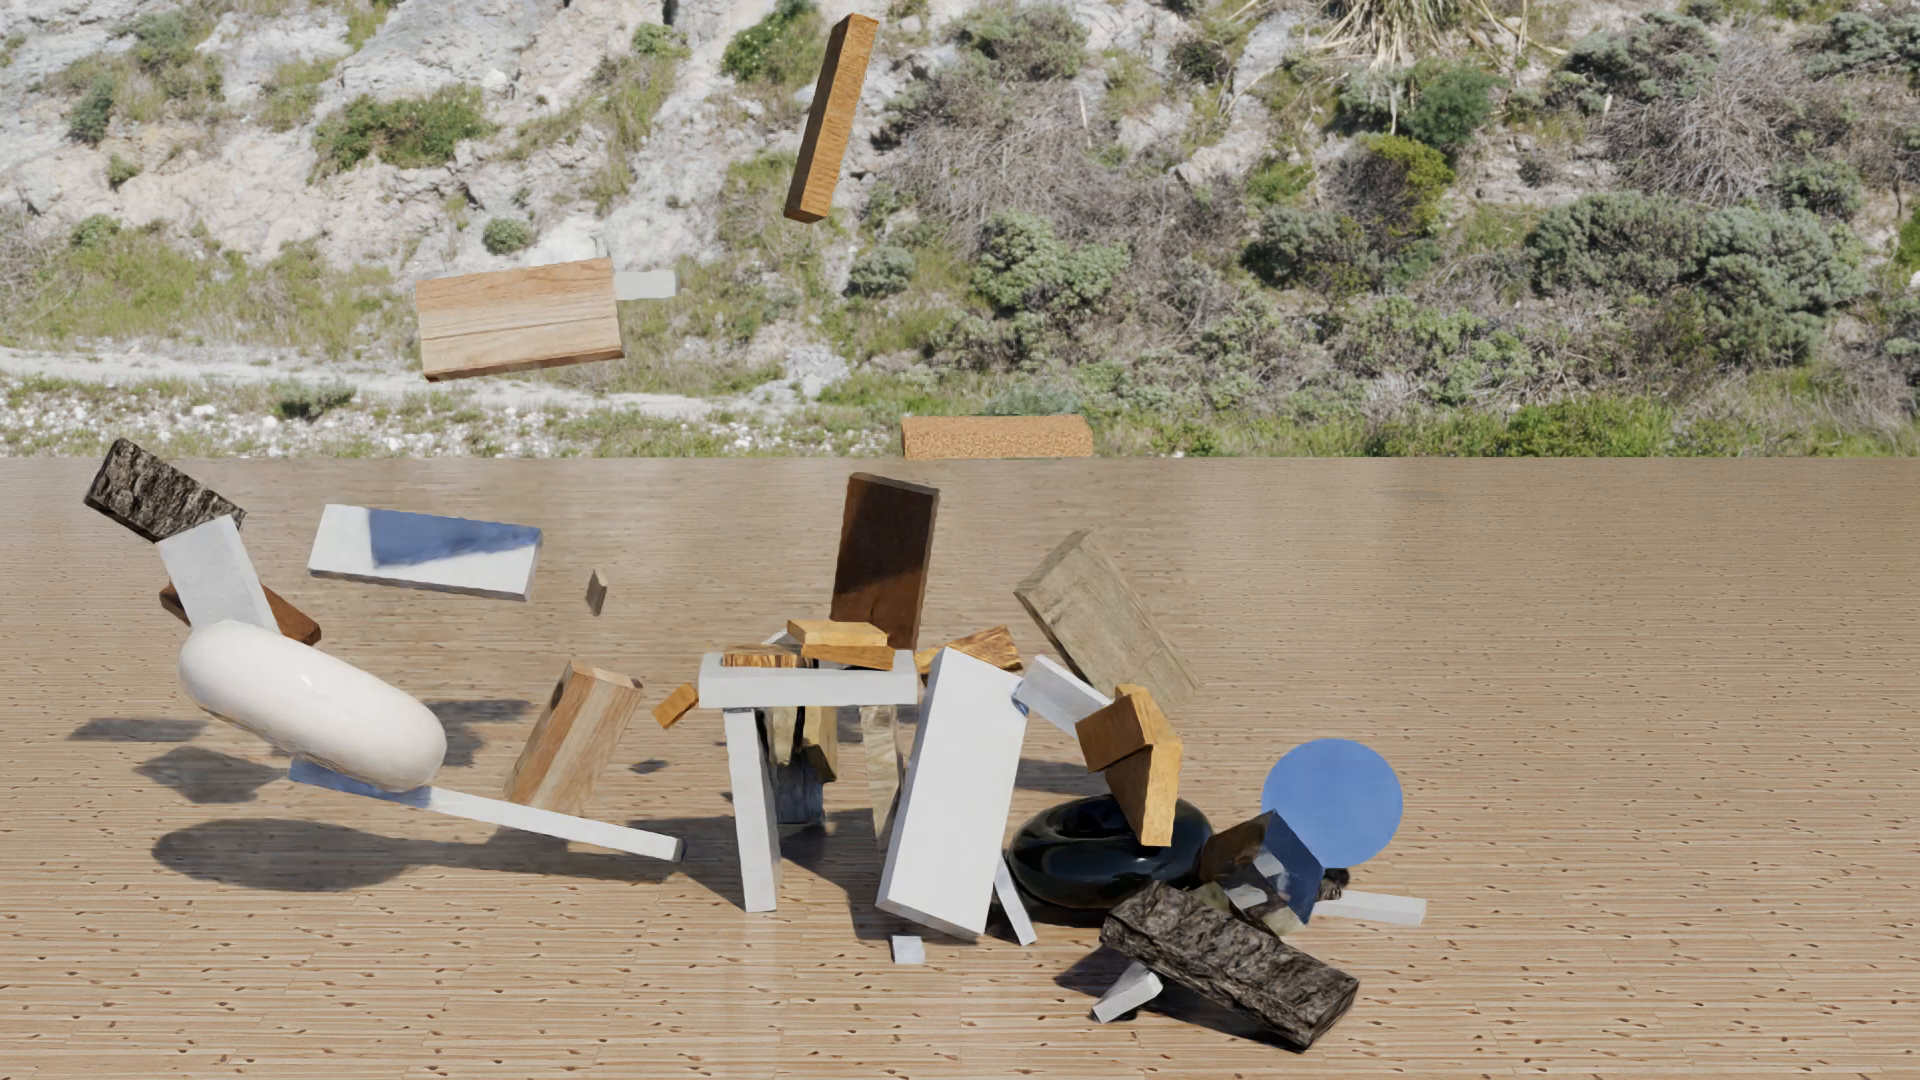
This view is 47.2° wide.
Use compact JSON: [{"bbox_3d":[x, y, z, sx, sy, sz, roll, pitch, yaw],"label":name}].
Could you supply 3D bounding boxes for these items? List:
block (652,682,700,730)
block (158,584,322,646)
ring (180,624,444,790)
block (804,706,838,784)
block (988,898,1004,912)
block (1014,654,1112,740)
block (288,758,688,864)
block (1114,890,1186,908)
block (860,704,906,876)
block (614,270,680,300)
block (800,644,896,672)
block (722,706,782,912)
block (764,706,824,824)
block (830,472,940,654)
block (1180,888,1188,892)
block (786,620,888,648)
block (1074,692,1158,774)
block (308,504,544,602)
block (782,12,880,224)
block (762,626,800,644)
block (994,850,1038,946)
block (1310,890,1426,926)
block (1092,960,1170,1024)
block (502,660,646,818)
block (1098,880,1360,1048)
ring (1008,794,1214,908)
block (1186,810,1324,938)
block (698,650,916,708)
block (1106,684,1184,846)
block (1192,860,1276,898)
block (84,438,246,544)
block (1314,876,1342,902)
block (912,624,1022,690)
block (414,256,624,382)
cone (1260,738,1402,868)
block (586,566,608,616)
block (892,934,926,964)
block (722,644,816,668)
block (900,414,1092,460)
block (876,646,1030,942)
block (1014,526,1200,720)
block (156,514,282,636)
[{"bbox_3d":[-0.546,0.319,4.236,0.046,0.092,0.013,48,-3,33],"label":"block"},{"bbox_3d":[-1.308,0.138,3.998,0.267,0.038,0.134,32,52,18],"label":"block"},{"bbox_3d":[-1.035,0.268,3.520,0.443,0.148,0.443,22,-14,6],"label":"ring"},{"bbox_3d":[-0.254,0.328,4.016,0.030,0.106,0.211,-11,43,9],"label":"block"},{"bbox_3d":[0.029,0.588,3.606,0.045,0.013,0.091,15,1,-32],"label":"block"},{"bbox_3d":[0.177,0.265,3.564,0.166,0.083,0.023,33,29,14],"label":"block"},{"bbox_3d":[-0.799,0.462,3.742,0.664,0.038,0.135,11,-10,3],"label":"block"},{"bbox_3d":[0.316,0.585,3.518,0.096,0.027,0.192,-11,11,-19],"label":"block"},{"bbox_3d":[-0.117,0.418,3.637,0.049,0.346,0.173,-7,10,1],"label":"block"},{"bbox_3d":[-0.652,-0.435,3.811,0.322,0.046,0.161,-4,7,-4],"label":"block"},{"bbox_3d":[-0.181,0.182,3.565,0.148,0.021,0.074,9,11,-1],"label":"block"},{"bbox_3d":[-0.341,0.419,3.633,0.049,0.346,0.173,-5,11,0],"label":"block"},{"bbox_3d":[-0.304,0.410,4.014,0.030,0.211,0.106,-15,-14,43],"label":"block"},{"bbox_3d":[-0.152,0.052,4.324,0.172,0.345,0.049,13,18,12],"label":"block"},{"bbox_3d":[0.363,0.595,3.593,0.063,0.018,0.126,-7,13,-35],"label":"block"},{"bbox_3d":[-0.200,0.152,3.589,0.148,0.021,0.074,4,12,-29],"label":"block"},{"bbox_3d":[0.243,0.301,3.432,0.023,0.083,0.166,-8,-16,-33],"label":"block"},{"bbox_3d":[-0.976,0.023,4.021,0.406,0.134,0.038,6,-25,5],"label":"block"},{"bbox_3d":[-0.211,-0.679,3.560,0.046,0.322,0.161,15,0,-15],"label":"block"},{"bbox_3d":[-0.344,0.196,4.299,0.092,0.046,0.013,-32,52,7],"label":"block"},{"bbox_3d":[0.081,0.568,3.515,0.027,0.096,0.192,-25,12,-1],"label":"block"},{"bbox_3d":[0.612,0.592,3.599,0.290,0.021,0.073,4,11,20],"label":"block"},{"bbox_3d":[0.269,0.638,3.200,0.096,0.027,0.192,-33,-4,24],"label":"block"},{"bbox_3d":[-0.658,0.342,3.747,0.135,0.269,0.038,19,19,-32],"label":"block"},{"bbox_3d":[0.386,0.603,3.151,0.335,0.047,0.167,24,20,26],"label":"block"},{"bbox_3d":[0.247,0.507,3.602,0.343,0.114,0.343,-8,10,2],"label":"ring"},{"bbox_3d":[0.458,0.527,3.400,0.133,0.133,0.133,-31,16,36],"label":"block"},{"bbox_3d":[-0.248,0.225,3.590,0.346,0.049,0.173,-1,11,-3],"label":"block"},{"bbox_3d":[0.296,0.360,3.568,0.047,0.167,0.335,5,11,-7],"label":"block"},{"bbox_3d":[0.456,0.566,3.667,0.126,0.018,0.063,-14,6,-19],"label":"block"},{"bbox_3d":[-1.477,-0.061,4.094,0.038,0.134,0.267,-15,-41,44],"label":"block"},{"bbox_3d":[0.551,0.574,3.593,0.126,0.018,0.063,-3,11,-16],"label":"block"},{"bbox_3d":[0.013,0.205,3.694,0.166,0.023,0.083,-18,51,-5],"label":"block"},{"bbox_3d":[-0.727,-0.364,3.631,0.322,0.161,0.046,-8,-11,-3],"label":"block"},{"bbox_3d":[0.645,0.495,3.774,0.235,0.235,0.235,3,-28,15],"label":"cone"},{"bbox_3d":[-0.689,0.098,4.170,0.013,0.092,0.046,-9,54,-28],"label":"block"},{"bbox_3d":[-0.080,0.633,3.403,0.045,0.013,0.091,-1,11,-6],"label":"block"},{"bbox_3d":[-0.309,0.189,3.593,0.148,0.021,0.074,0,11,3],"label":"block"},{"bbox_3d":[0.065,-0.193,4.107,0.345,0.049,0.172,-1,13,-4],"label":"block"},{"bbox_3d":[-0.004,0.402,3.521,0.167,0.450,0.047,23,-33,-17],"label":"block"},{"bbox_3d":[0.272,0.181,4.013,0.172,0.397,0.049,-45,27,-15],"label":"block"},{"bbox_3d":[-1.285,0.104,3.838,0.135,0.269,0.038,-20,6,16],"label":"block"}]
